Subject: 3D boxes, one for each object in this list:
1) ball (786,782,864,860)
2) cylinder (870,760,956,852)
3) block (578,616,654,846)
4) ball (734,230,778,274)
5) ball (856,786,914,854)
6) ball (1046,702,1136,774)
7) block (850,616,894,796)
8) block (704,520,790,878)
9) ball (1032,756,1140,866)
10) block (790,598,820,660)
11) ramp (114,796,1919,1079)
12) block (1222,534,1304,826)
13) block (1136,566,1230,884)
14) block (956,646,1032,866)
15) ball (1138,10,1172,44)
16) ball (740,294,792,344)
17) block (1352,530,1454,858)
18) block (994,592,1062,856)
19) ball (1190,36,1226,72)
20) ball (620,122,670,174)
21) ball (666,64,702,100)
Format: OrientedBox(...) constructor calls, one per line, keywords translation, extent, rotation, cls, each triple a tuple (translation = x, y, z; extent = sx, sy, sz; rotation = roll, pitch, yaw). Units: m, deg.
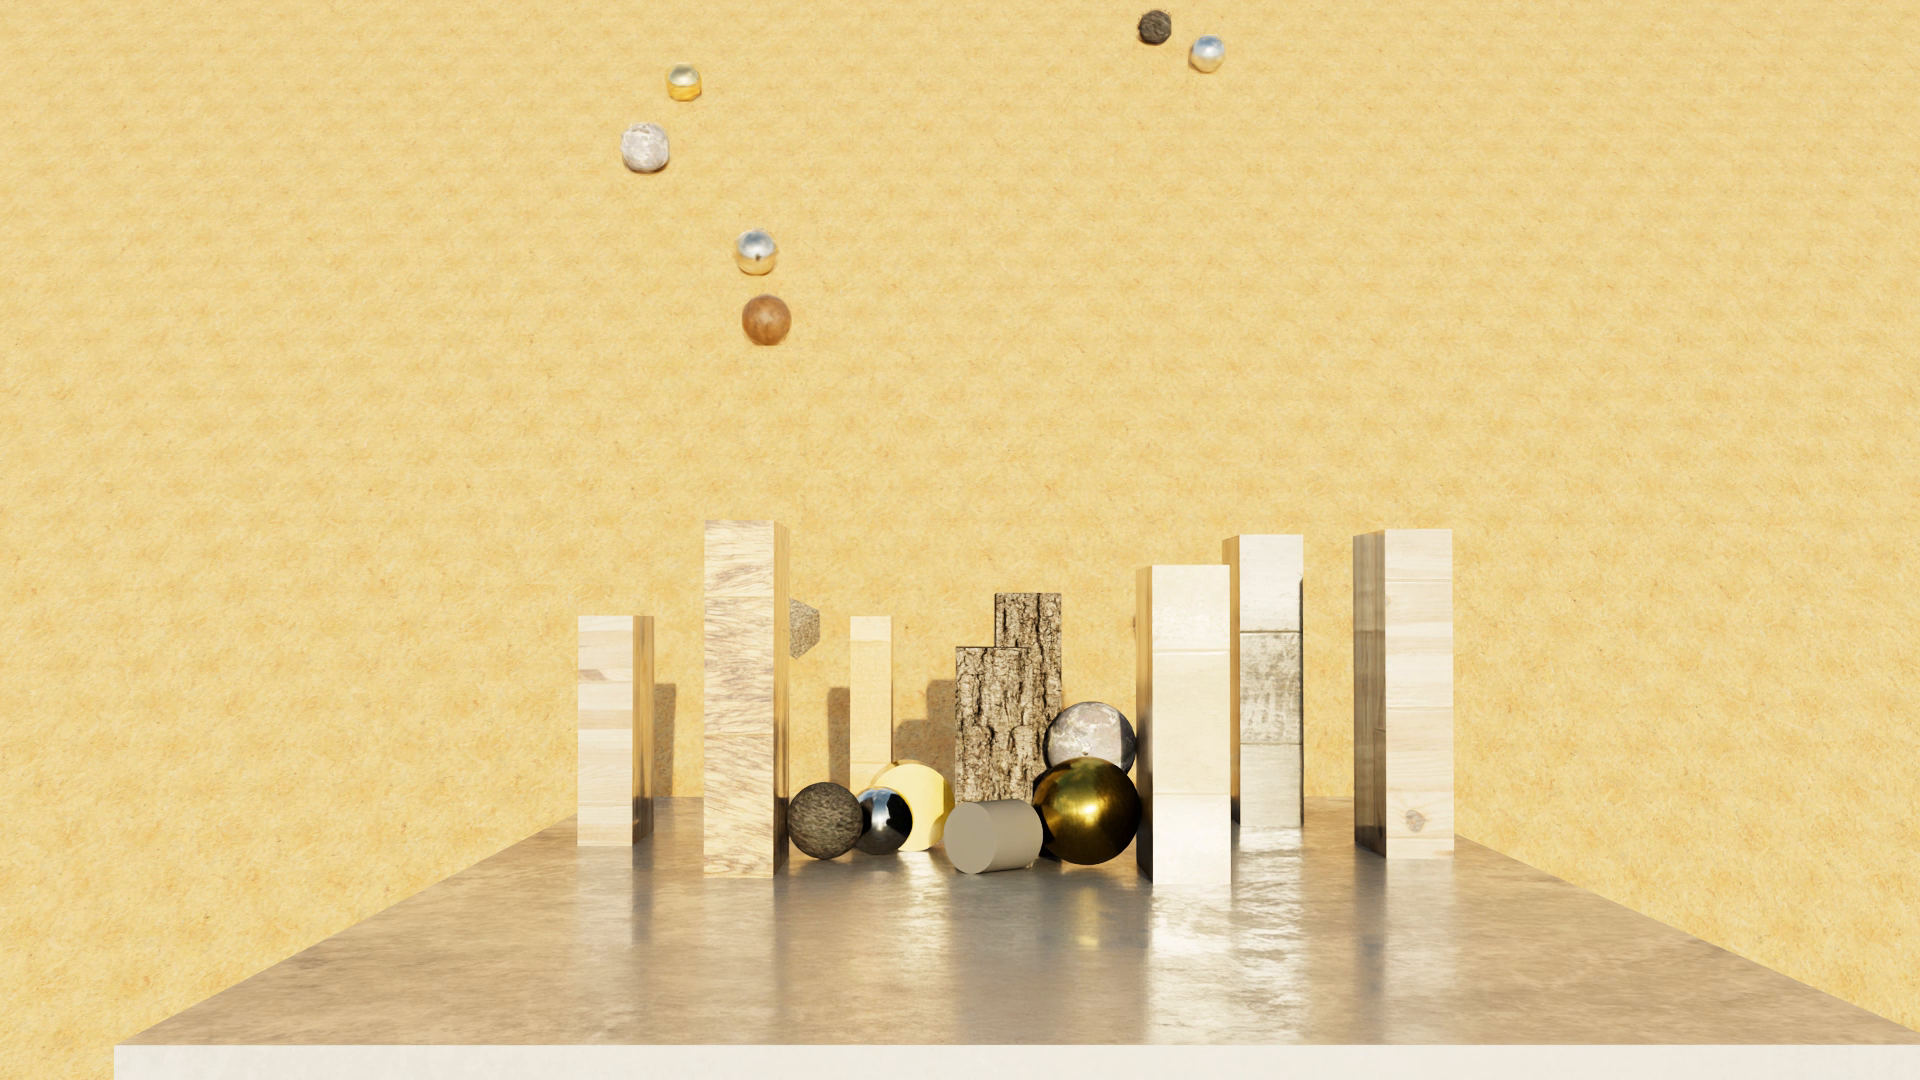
OrientedBox(translation=(-0.262, 0.544, 5.040), extent=(0.150, 0.150, 0.150), rotation=(0, 35, 0), cls="ball")
OrientedBox(translation=(-0.103, 0.540, 5.300), extent=(0.175, 0.175, 0.175), rotation=(-3, -2, -4), cls="cylinder")
OrientedBox(translation=(-0.730, 0.398, 5.538), extent=(0.112, 0.473, 0.380), rotation=(0, -2, 0), cls="block")
OrientedBox(translation=(-0.726, -1.026, 9.269), extent=(0.159, 0.159, 0.159), rotation=(0, 35, 0), cls="ball")
OrientedBox(translation=(-0.160, 0.554, 5.139), extent=(0.137, 0.137, 0.137), rotation=(0, 35, 0), cls="ball")
OrientedBox(translation=(0.254, 0.400, 5.032), extent=(0.176, 0.176, 0.176), rotation=(0, 35, 0), cls="ball")
OrientedBox(translation=(-0.186, 0.398, 5.514), extent=(0.084, 0.471, 0.248), rotation=(0, -2, 0), cls="block")
OrientedBox(translation=(-0.399, 0.293, 4.908), extent=(0.125, 0.644, 0.443), rotation=(0, -2, 0), cls="block")
OrientedBox(translation=(0.237, 0.508, 4.875), extent=(0.205, 0.205, 0.205), rotation=(0, 35, 0), cls="ball")
OrientedBox(translation=(-0.480, 0.254, 7.479), extent=(0.109, 0.109, 0.109), rotation=(22, 41, 28), cls="block")
OrientedBox(translation=(0.077, 0.663, 4.830), extent=(2.000, 0.100, 4.000), rotation=(0, -2, 0), cls="ramp")
OrientedBox(translation=(0.706, 0.323, 6.082), extent=(0.143, 0.657, 0.406), rotation=(0, -2, 0), cls="block")
OrientedBox(translation=(0.407, 0.331, 4.790), extent=(0.135, 0.560, 0.441), rotation=(0, -2, 0), cls="block")
OrientedBox(translation=(0.064, 0.416, 5.094), extent=(0.145, 0.411, 0.393), rotation=(0, -2, 0), cls="block")
OrientedBox(translation=(0.820, -2.149, 10.893), extent=(0.143, 0.143, 0.143), rotation=(0, 35, 0), cls="ball")
OrientedBox(translation=(-0.661, -0.753, 8.865), extent=(0.173, 0.173, 0.173), rotation=(0, 35, 0), cls="ball")
OrientedBox(translation=(0.896, 0.306, 5.272), extent=(0.131, 0.641, 0.418), rotation=(0, -2, 0), cls="block")
OrientedBox(translation=(0.136, 0.367, 5.271), extent=(0.128, 0.518, 0.337), rotation=(0, -2, 0), cls="block")
OrientedBox(translation=(1.019, -1.999, 10.672), extent=(0.149, 0.149, 0.149), rotation=(0, 35, 0), cls="ball")
OrientedBox(translation=(-1.201, -1.496, 9.915), extent=(0.191, 0.191, 0.191), rotation=(0, 35, 0), cls="ball")
OrientedBox(translation=(-1.111, -1.841, 10.447), extent=(0.148, 0.148, 0.148), rotation=(0, 35, 0), cls="ball")
